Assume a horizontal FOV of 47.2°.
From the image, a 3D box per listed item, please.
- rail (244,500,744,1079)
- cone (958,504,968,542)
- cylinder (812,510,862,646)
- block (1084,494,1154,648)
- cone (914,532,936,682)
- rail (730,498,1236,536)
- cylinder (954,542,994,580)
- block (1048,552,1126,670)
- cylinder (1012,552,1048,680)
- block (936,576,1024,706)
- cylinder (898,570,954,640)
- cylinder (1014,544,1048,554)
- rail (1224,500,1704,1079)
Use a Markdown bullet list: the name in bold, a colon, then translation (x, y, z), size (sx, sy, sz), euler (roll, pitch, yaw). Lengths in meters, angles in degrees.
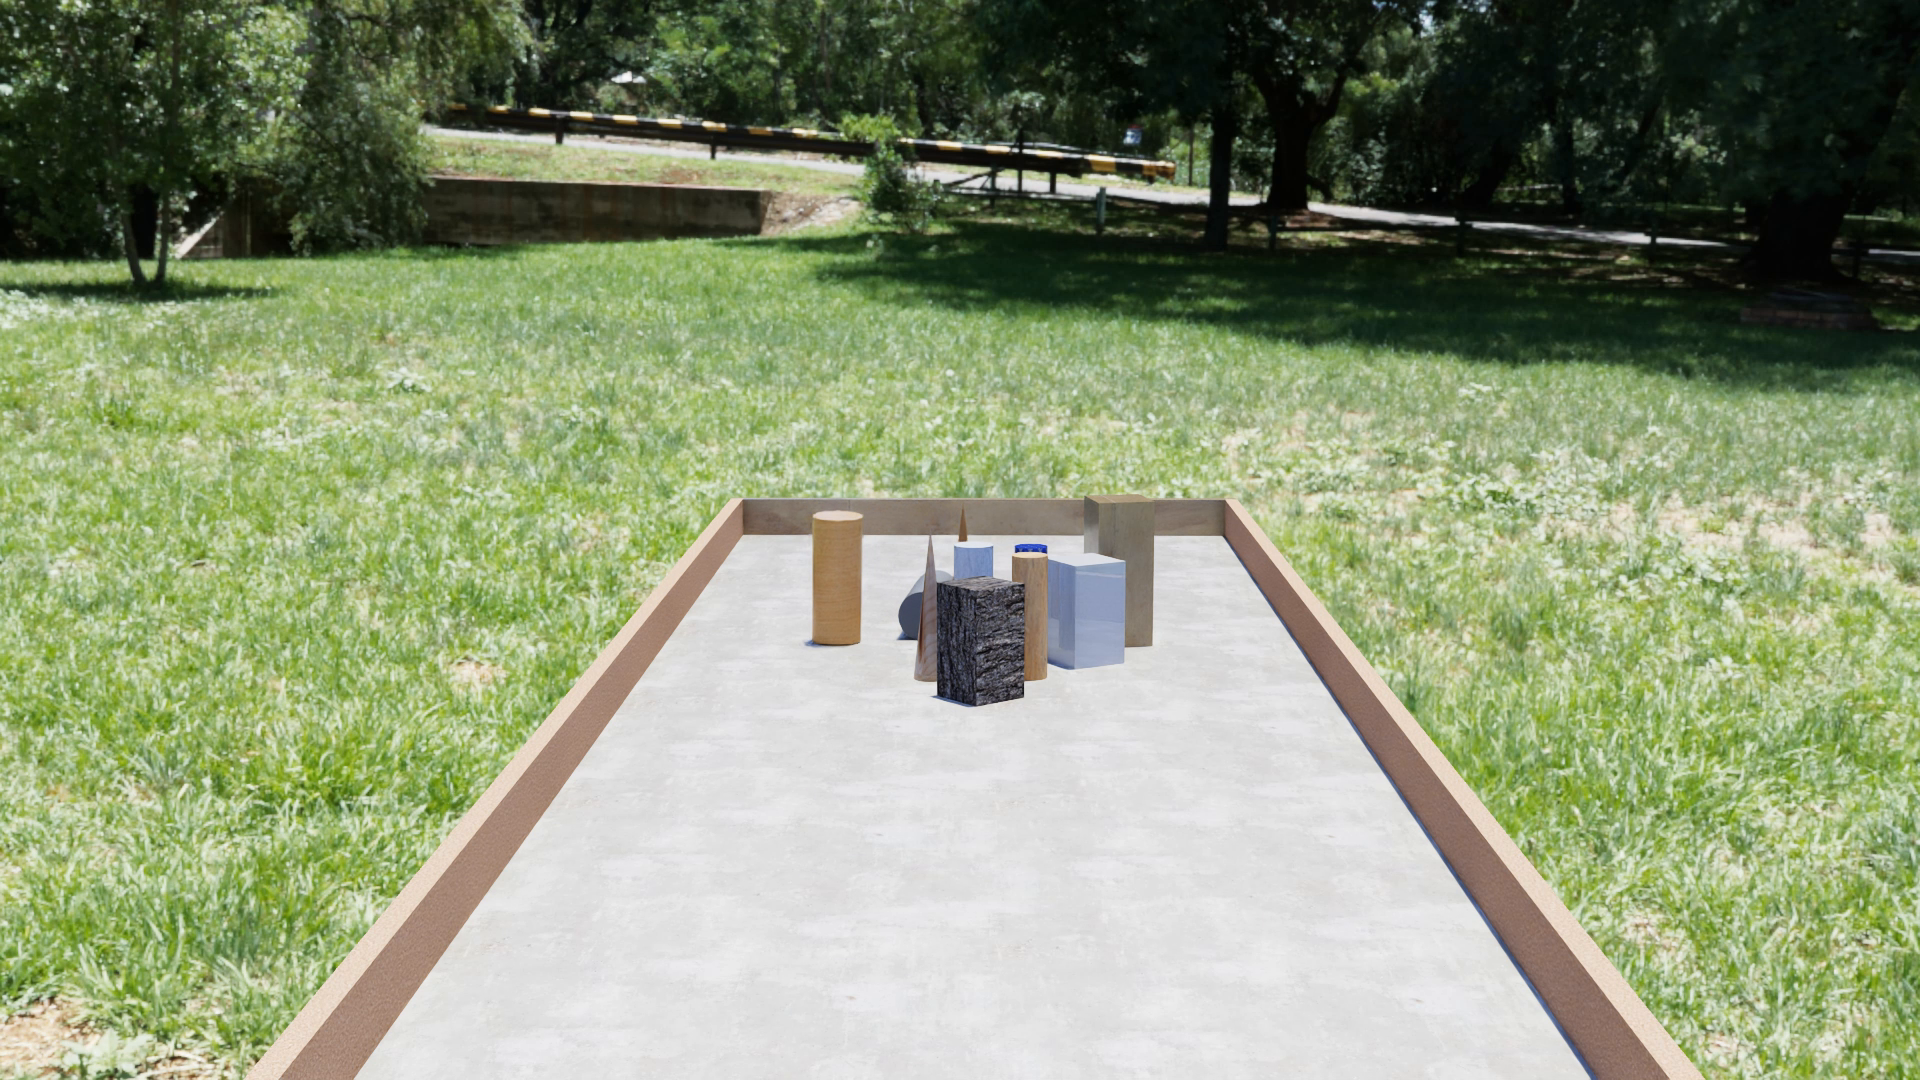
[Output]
- **rail**: translation (-1.004, 0.839, 3.234), size (0.050, 0.150, 12.000), euler (0, 9, 1)
- **cone**: translation (0.009, 0.097, 6.982), size (0.111, 0.442, 0.111), euler (0, 9, 0)
- **cylinder**: translation (-0.387, 0.121, 6.934), size (0.156, 0.403, 0.156), euler (1, 12, 0)
- **block**: translation (0.500, 0.096, 6.938), size (0.179, 0.459, 0.179), euler (-2, 9, -11)
- **cone**: translation (-0.086, 0.183, 6.417), size (0.102, 0.451, 0.102), euler (0, 9, 0)
- **rail**: translation (0.099, -0.098, 9.147), size (2.100, 0.150, 0.050), euler (0, 9, 1)
- **cylinder**: translation (0.041, 0.189, 6.680), size (0.120, 0.356, 0.120), euler (0, 9, 0)
- **block**: translation (0.376, 0.213, 6.662), size (0.179, 0.313, 0.179), euler (-5, 10, -29)
- **cylinder**: translation (0.204, 0.223, 6.438), size (0.105, 0.364, 0.105), euler (0, 9, 0)
- **block**: translation (0.058, 0.282, 6.189), size (0.175, 0.326, 0.175), euler (-7, 12, -39)
- **cylinder**: translation (-0.098, 0.210, 7.184), size (0.157, 0.157, 0.414), euler (1, 9, 6)
- **cylinder**: translation (0.223, 0.173, 6.930), size (0.104, 0.310, 0.104), euler (0, 9, 0)
- **rail**: translation (1.046, 0.843, 3.208), size (0.050, 0.150, 12.000), euler (0, 9, 1)
